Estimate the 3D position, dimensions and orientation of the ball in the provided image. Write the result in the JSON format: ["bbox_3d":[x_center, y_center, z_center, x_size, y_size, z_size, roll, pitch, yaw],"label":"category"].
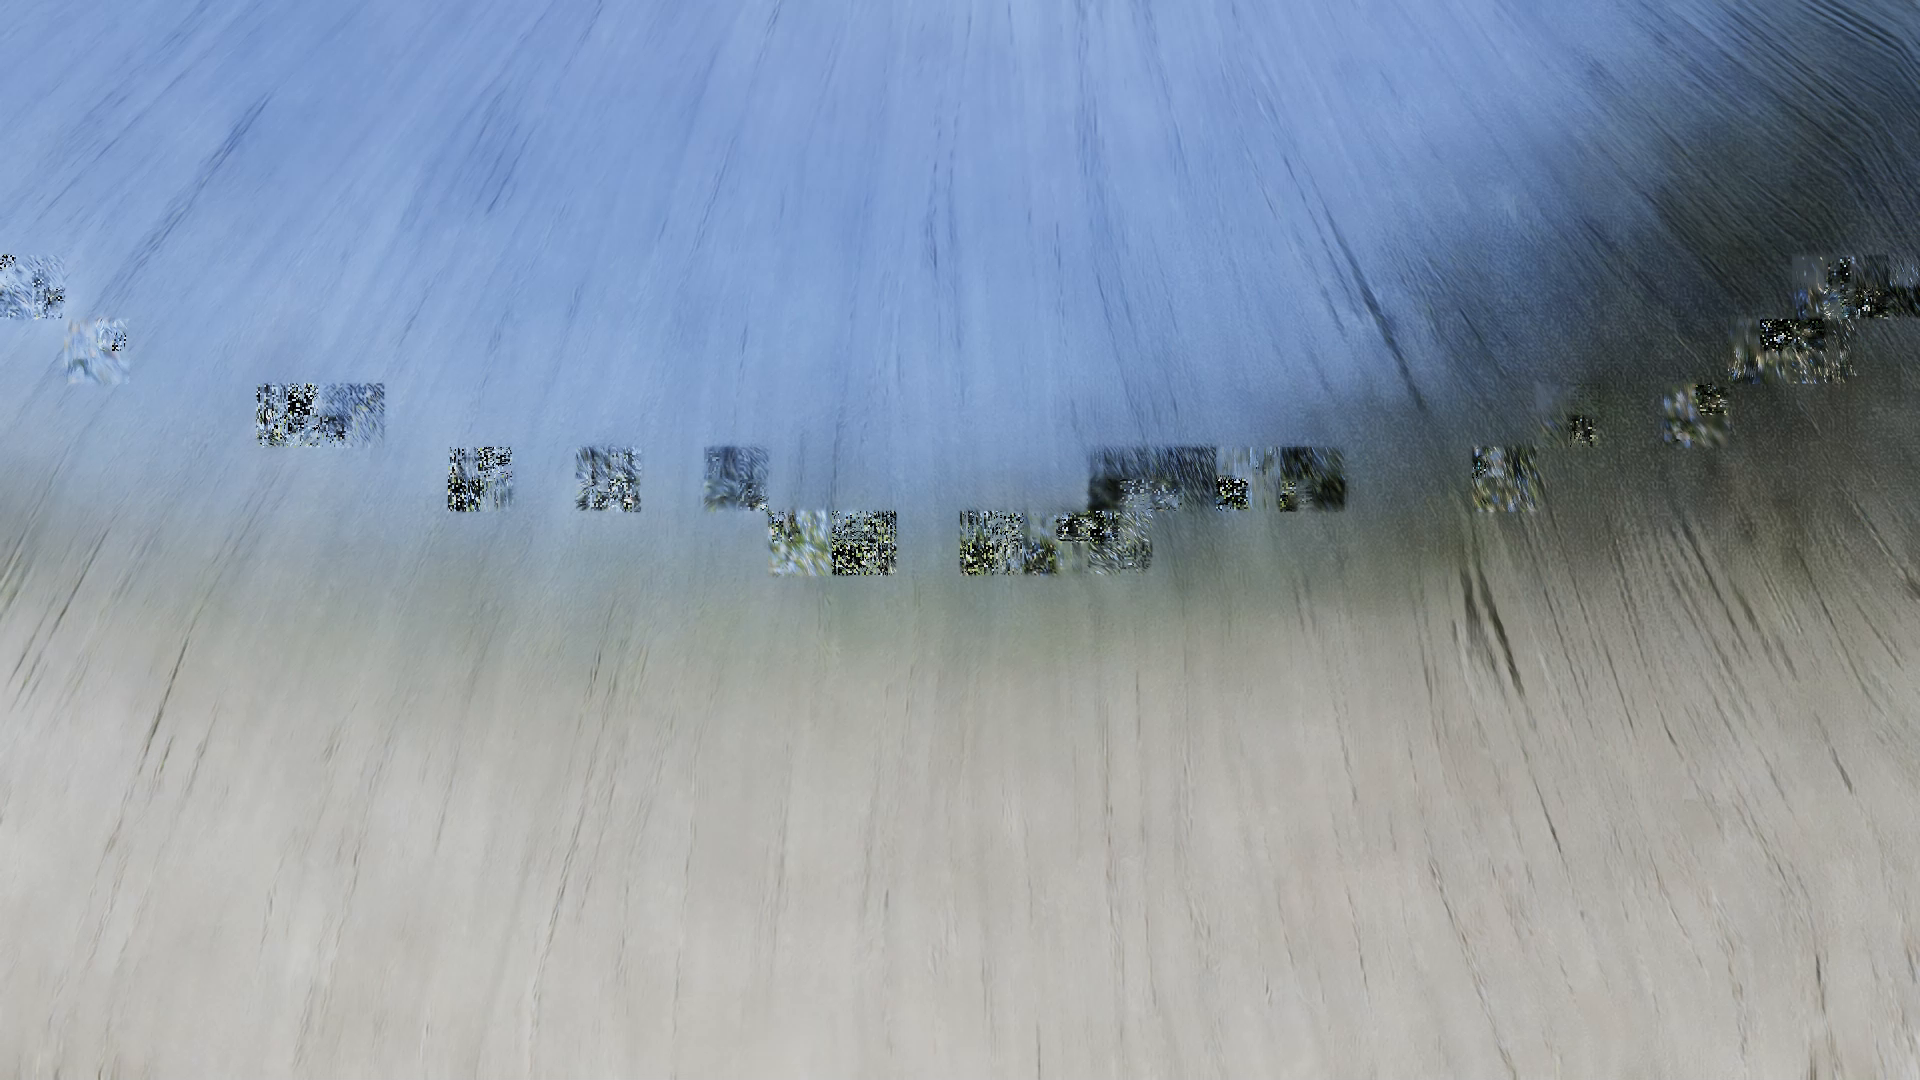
[{"bbox_3d":[0.000,-0.002,0.056,0.080,0.080,0.080,0,4,0],"label":"ball"}]
